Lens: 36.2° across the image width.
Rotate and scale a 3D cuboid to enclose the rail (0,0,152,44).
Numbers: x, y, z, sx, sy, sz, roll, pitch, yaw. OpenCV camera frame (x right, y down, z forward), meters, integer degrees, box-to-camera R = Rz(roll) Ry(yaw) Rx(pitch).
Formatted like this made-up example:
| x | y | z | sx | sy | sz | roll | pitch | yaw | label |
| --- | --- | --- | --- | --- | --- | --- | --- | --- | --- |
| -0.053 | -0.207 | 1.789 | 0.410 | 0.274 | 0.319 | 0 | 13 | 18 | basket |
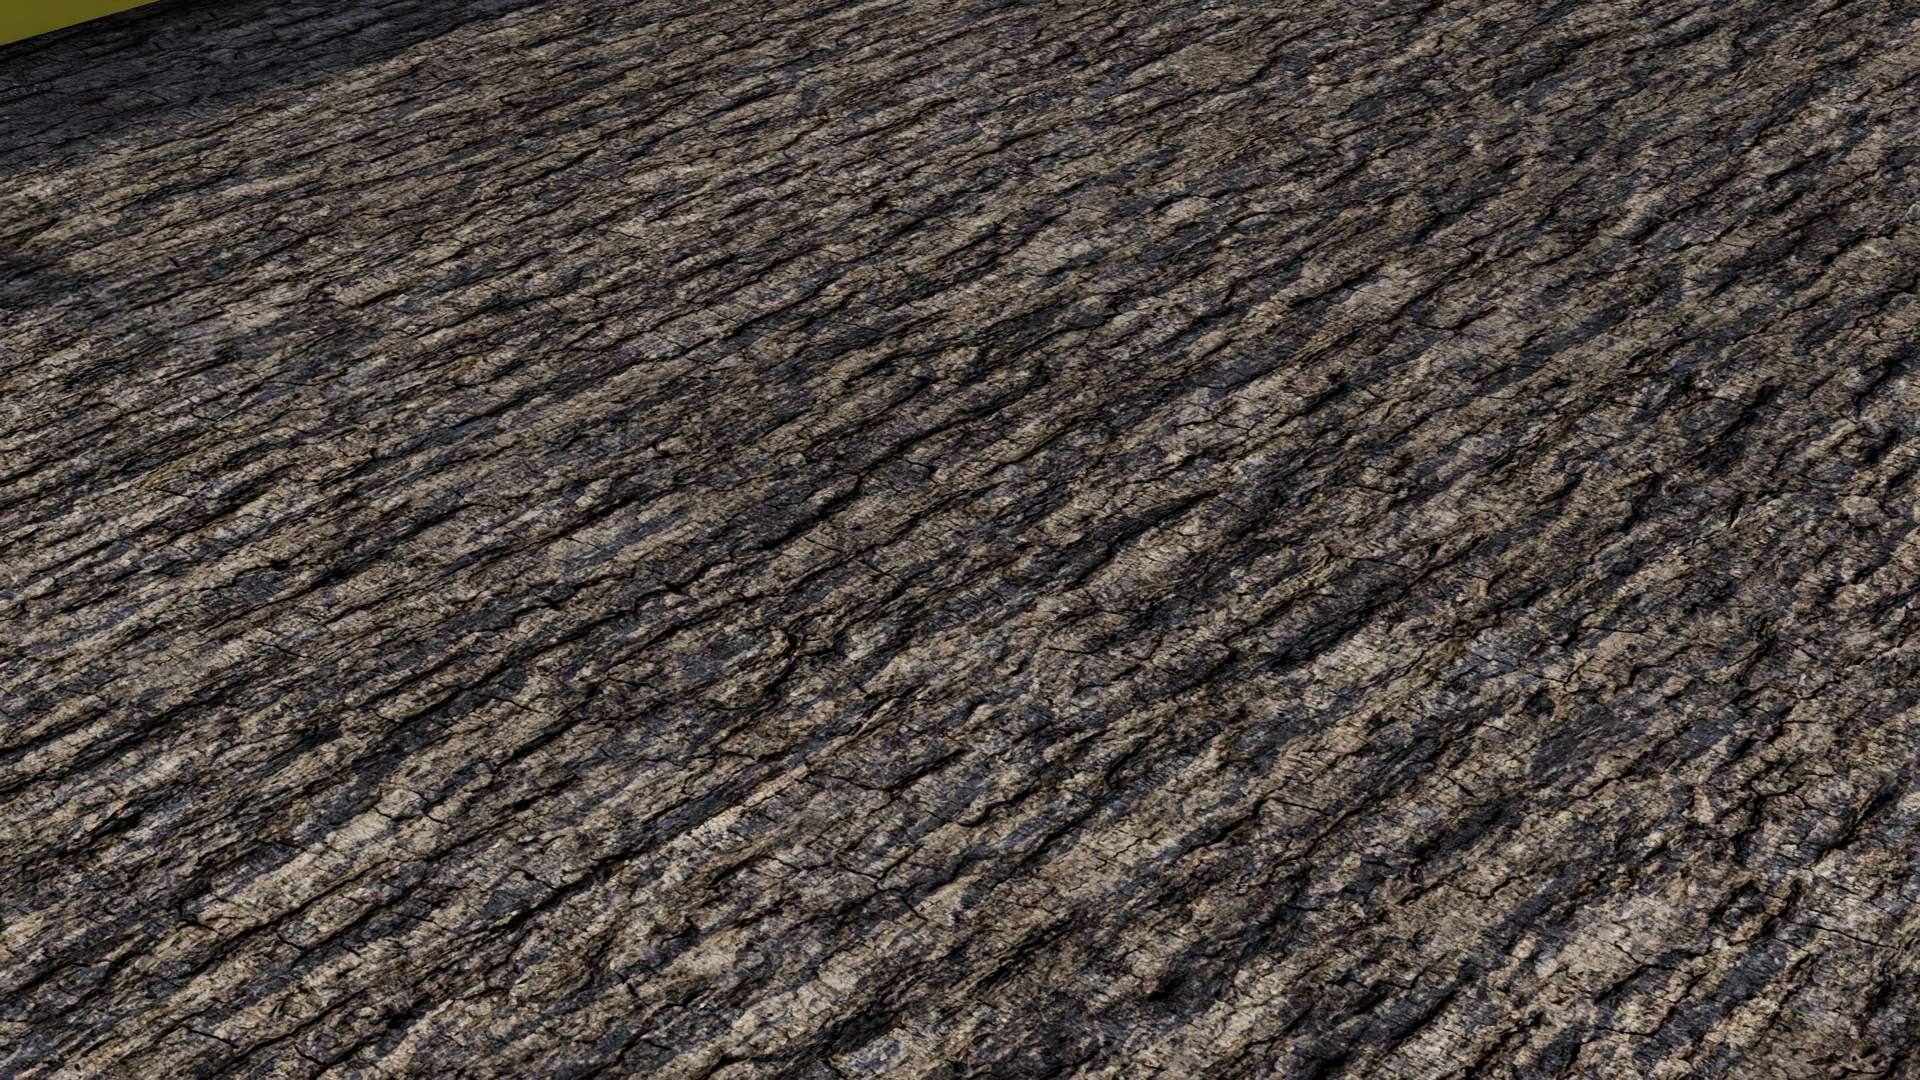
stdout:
| x | y | z | sx | sy | sz | roll | pitch | yaw | label |
| --- | --- | --- | --- | --- | --- | --- | --- | --- | --- |
| -0.260 | -0.799 | 3.132 | 0.045 | 0.122 | 4.497 | 21 | 34 | 34 | rail |
